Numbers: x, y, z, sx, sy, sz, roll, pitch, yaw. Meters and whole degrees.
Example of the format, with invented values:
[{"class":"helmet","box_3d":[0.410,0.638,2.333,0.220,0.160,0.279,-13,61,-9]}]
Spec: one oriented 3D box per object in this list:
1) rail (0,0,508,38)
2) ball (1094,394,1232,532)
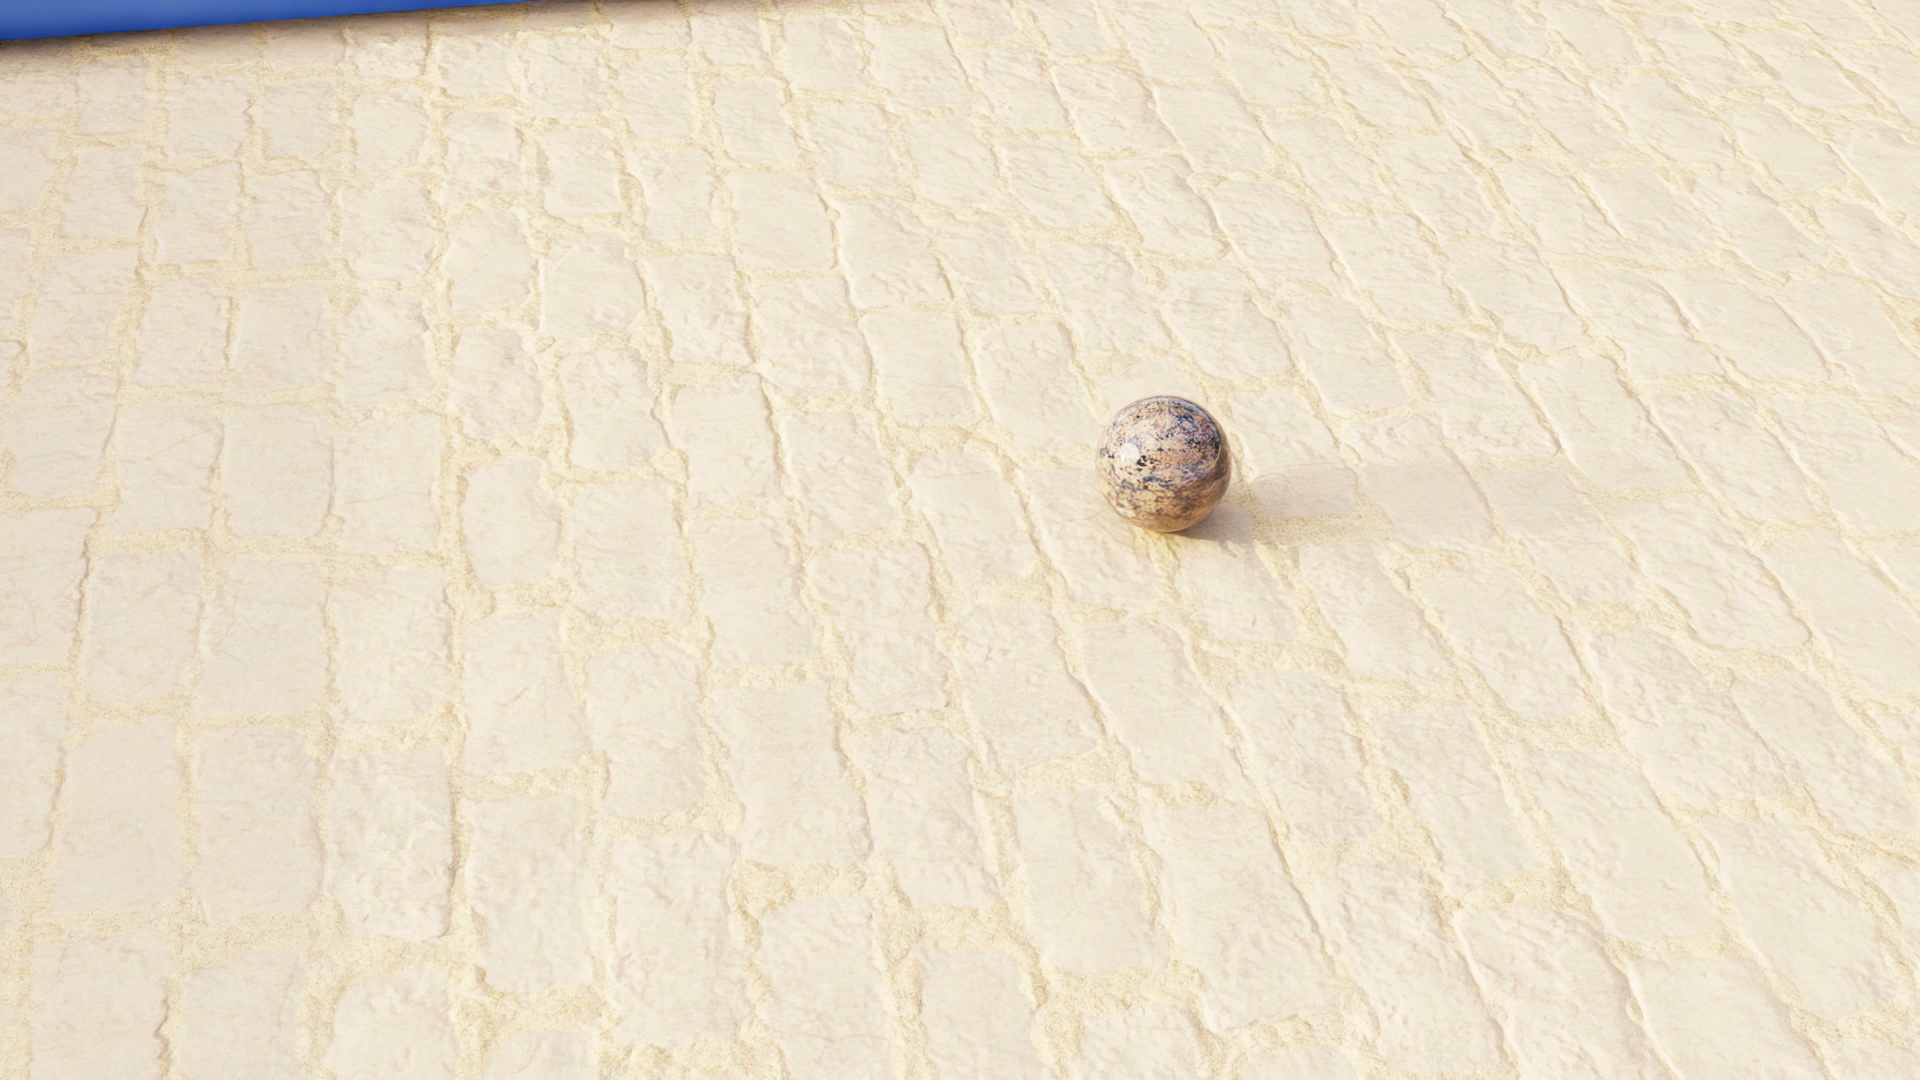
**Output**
[{"class":"rail","box_3d":[0.705,-0.621,2.319,3.505,0.128,0.045,-6,37,-8]},{"class":"ball","box_3d":[0.125,-0.047,1.575,0.085,0.085,0.085,0,36,0]}]
